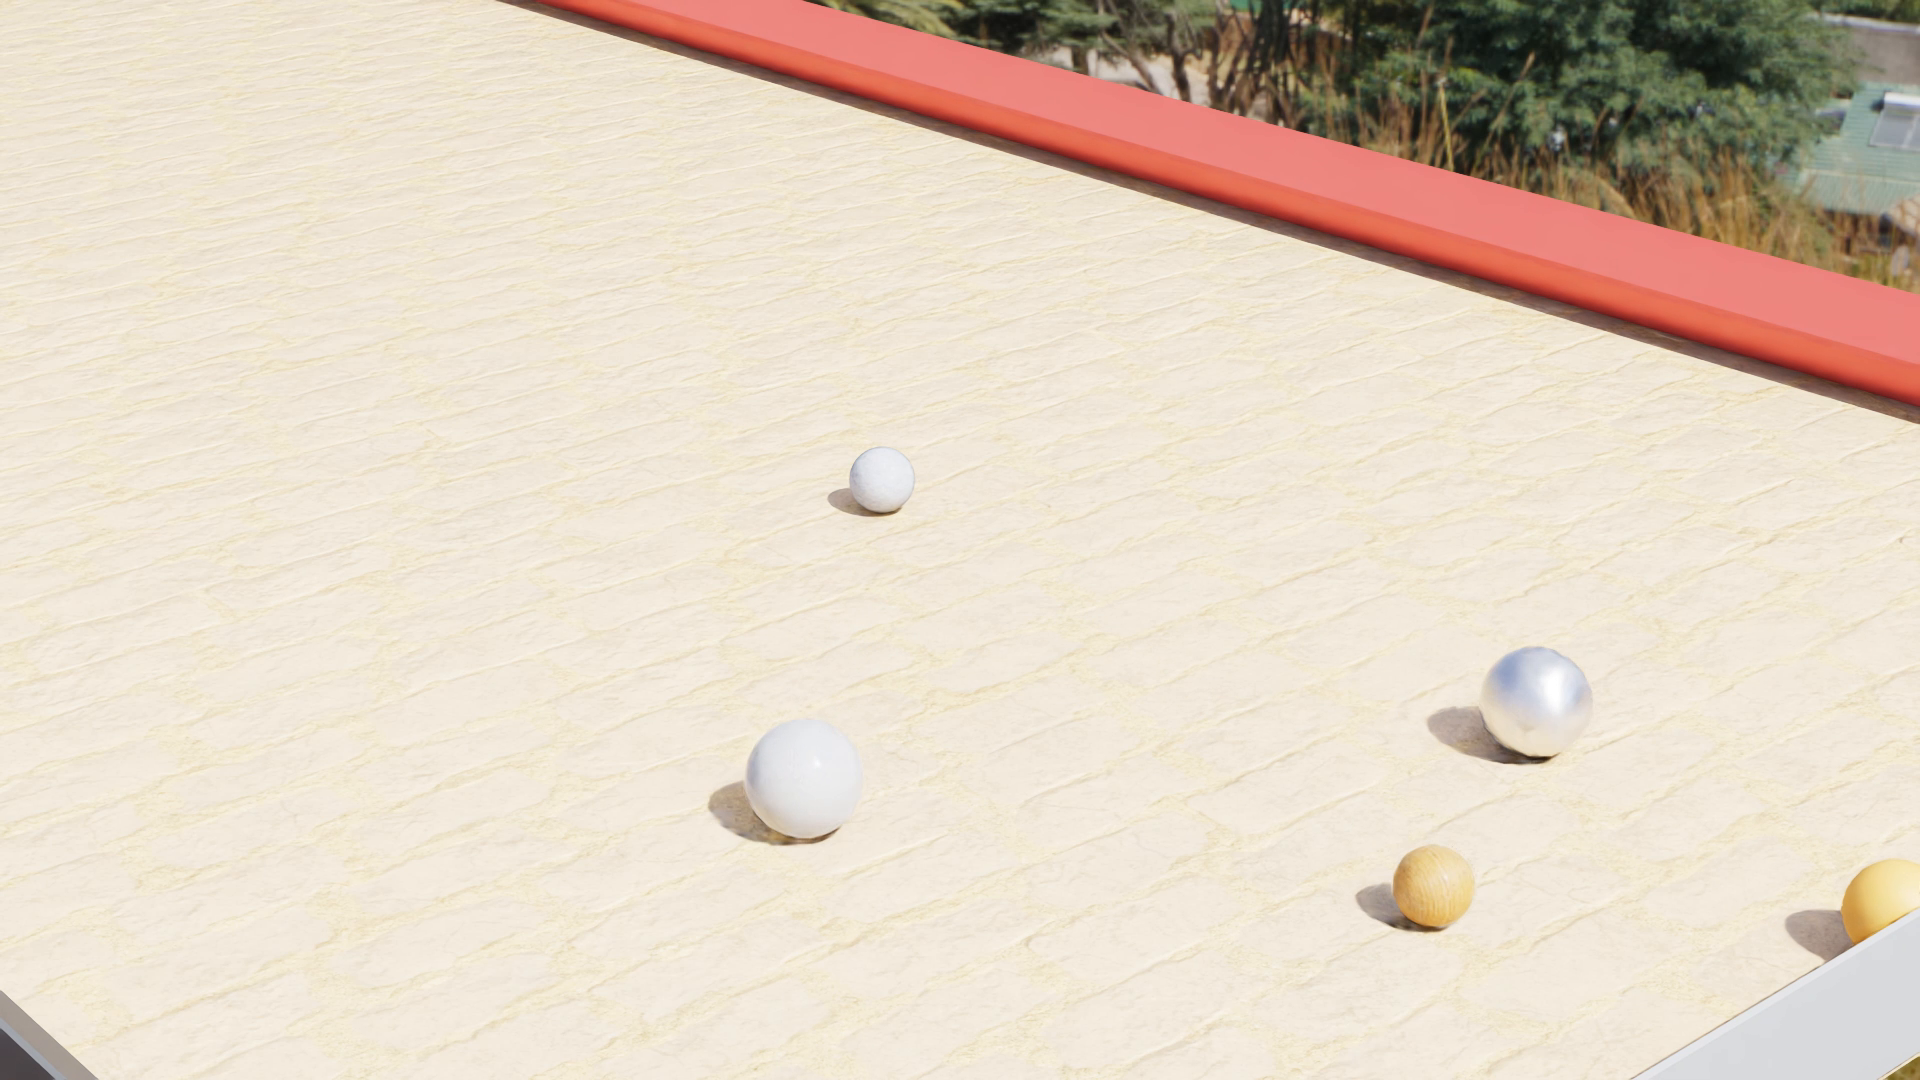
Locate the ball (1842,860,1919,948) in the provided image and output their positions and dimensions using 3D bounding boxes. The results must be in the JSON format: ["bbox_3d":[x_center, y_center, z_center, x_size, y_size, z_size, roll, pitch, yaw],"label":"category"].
[{"bbox_3d":[0.588,0.234,1.845,0.066,0.066,0.066,0,23,0],"label":"ball"}]

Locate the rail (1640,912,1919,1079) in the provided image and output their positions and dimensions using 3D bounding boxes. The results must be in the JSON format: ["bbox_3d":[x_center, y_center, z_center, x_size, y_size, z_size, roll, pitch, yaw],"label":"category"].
[{"bbox_3d":[0.588,0.240,1.776,1.902,0.106,0.045,-19,29,-37],"label":"rail"}]

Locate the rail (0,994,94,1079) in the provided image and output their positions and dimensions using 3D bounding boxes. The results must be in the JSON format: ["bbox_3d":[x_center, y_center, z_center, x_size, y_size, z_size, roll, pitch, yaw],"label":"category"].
[{"bbox_3d":[-1.301,-0.049,2.464,0.045,0.106,3.662,-19,29,-37],"label":"rail"}]

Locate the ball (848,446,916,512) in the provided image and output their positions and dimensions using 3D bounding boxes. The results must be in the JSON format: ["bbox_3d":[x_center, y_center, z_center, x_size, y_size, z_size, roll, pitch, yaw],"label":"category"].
[{"bbox_3d":[-0.067,-0.052,2.536,0.057,0.057,0.057,0,23,0],"label":"ball"}]

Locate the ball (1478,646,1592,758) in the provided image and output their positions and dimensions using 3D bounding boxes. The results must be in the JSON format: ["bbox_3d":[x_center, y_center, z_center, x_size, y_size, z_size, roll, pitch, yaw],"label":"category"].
[{"bbox_3d":[0.412,0.116,2.107,0.080,0.080,0.080,0,23,0],"label":"ball"}]

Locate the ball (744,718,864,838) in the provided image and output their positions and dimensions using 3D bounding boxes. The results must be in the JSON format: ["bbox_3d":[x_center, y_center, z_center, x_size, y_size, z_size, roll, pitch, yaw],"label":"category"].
[{"bbox_3d":[-0.106,0.162,1.996,0.082,0.082,0.082,0,23,0],"label":"ball"}]

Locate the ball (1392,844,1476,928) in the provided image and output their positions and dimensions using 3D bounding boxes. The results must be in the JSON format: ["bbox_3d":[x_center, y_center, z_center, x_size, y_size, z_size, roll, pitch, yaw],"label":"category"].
[{"bbox_3d":[0.304,0.222,1.889,0.053,0.053,0.053,0,23,0],"label":"ball"}]

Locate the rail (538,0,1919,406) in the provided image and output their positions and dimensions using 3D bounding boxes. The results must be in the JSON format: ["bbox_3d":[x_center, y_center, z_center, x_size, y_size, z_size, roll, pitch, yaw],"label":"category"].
[{"bbox_3d":[0.093,-0.523,3.592,0.045,0.106,3.662,-19,29,-37],"label":"rail"}]
